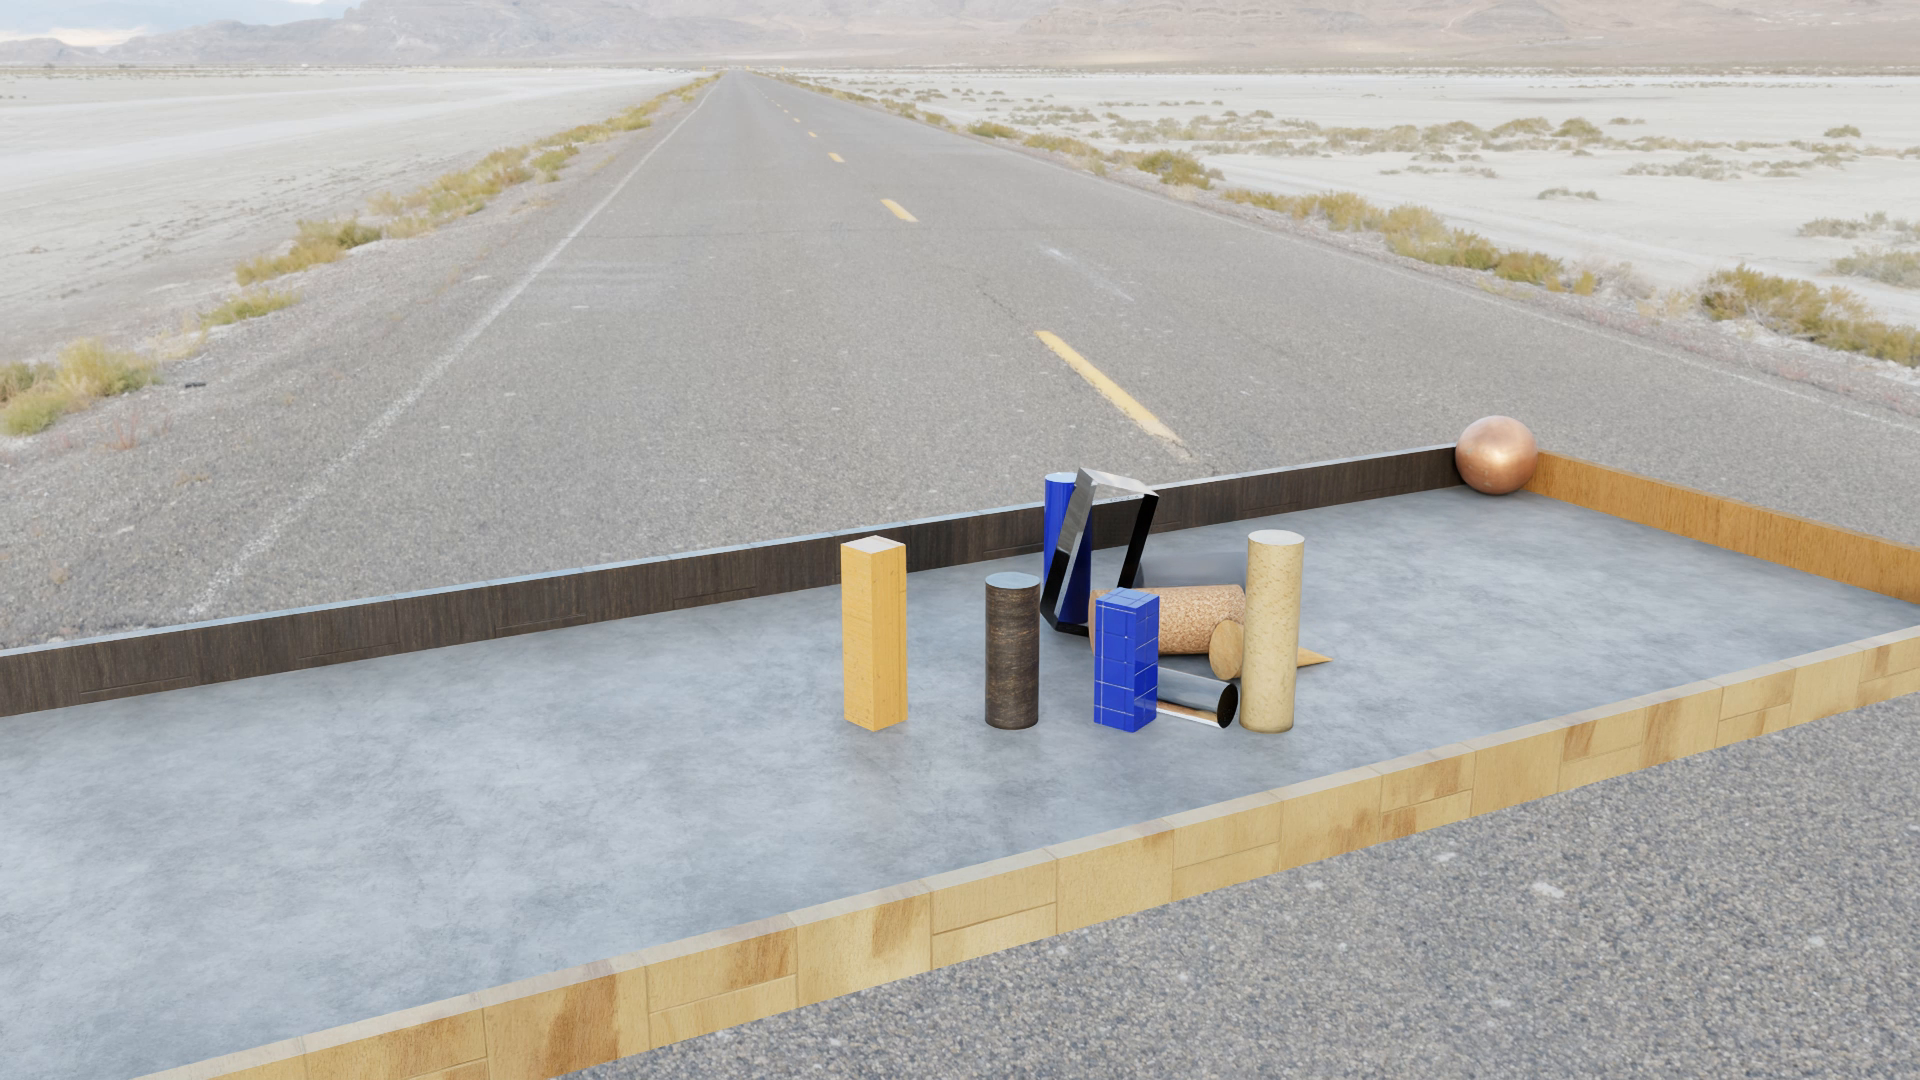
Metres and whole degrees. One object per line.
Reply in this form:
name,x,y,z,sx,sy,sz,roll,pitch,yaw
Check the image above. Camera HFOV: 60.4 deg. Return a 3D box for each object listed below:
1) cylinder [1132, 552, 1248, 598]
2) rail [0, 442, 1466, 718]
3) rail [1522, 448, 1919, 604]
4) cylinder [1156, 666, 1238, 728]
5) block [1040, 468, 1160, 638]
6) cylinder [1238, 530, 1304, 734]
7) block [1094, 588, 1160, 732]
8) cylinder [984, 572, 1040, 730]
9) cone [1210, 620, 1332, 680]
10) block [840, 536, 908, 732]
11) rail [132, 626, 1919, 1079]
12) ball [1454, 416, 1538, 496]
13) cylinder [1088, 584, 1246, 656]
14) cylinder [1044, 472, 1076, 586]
cylinder,0.662,0.119,4.680,0.332,0.154,0.154,-3,17,-10
rail,-3.305,0.497,3.399,12.000,0.150,0.050,-9,18,-27
rail,2.466,-0.048,5.253,0.050,0.150,2.100,-9,18,-27
cylinder,0.502,0.362,3.935,0.304,0.107,0.107,12,20,35
block,0.369,0.039,4.432,0.175,0.414,0.175,12,13,-15
cylinder,0.721,0.213,3.820,0.126,0.457,0.126,0,16,0
block,0.389,0.279,3.856,0.108,0.307,0.108,12,21,35
cylinder,0.122,0.259,3.859,0.127,0.347,0.127,0,16,0
cone,0.823,0.294,4.221,0.340,0.151,0.151,7,12,-25
block,-0.199,0.217,3.849,0.106,0.432,0.106,-15,22,-42
rail,-2.336,1.006,1.665,12.000,0.150,0.050,-9,18,-27
ball,1.912,-0.303,5.880,0.284,0.284,0.284,0,16,0
cylinder,0.542,0.213,4.317,0.384,0.178,0.178,-2,17,-7
cylinder,0.292,0.013,4.621,0.113,0.389,0.113,0,16,0
